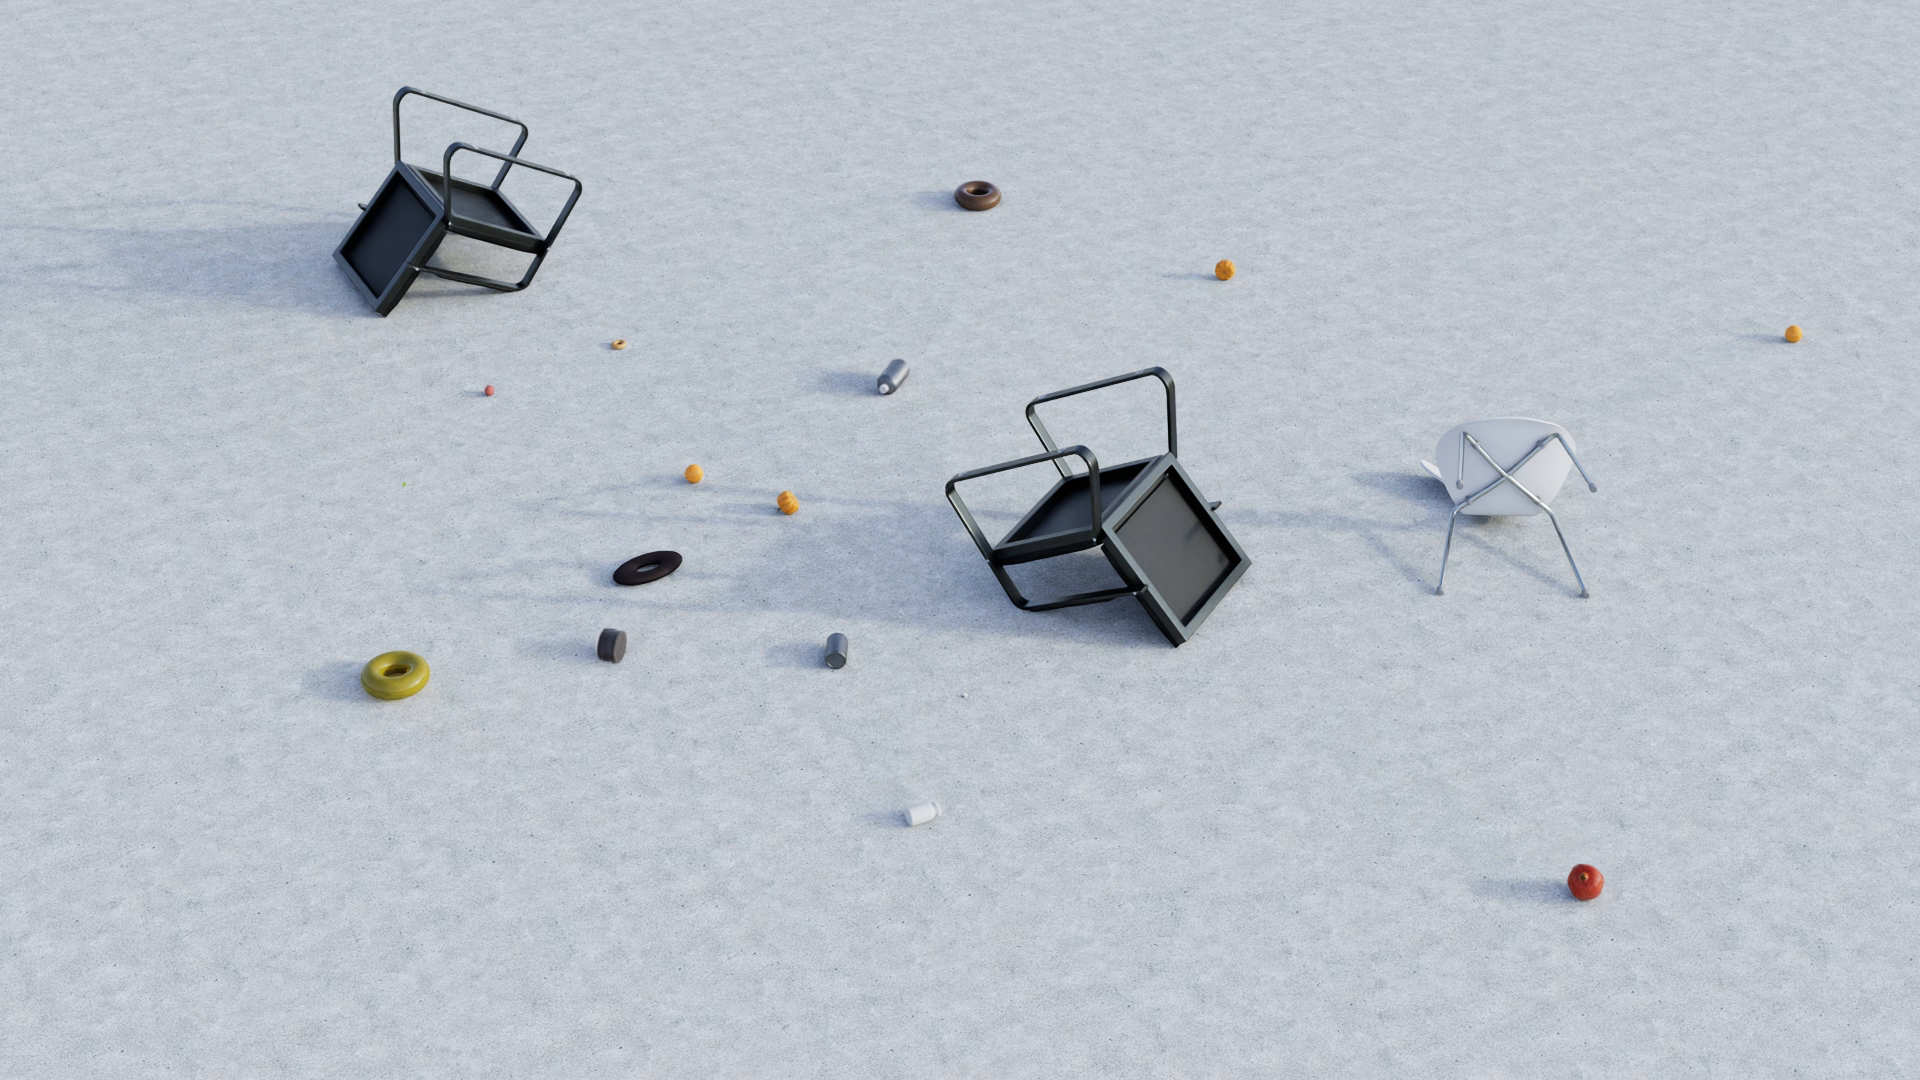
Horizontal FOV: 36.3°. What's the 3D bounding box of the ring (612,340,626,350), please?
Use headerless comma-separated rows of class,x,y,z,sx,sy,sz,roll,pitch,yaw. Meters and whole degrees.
ring,-1.414,-0.811,12.157,0.061,0.021,0.068,29,42,35

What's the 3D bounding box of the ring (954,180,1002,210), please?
ring,0.080,-1.556,13.243,0.215,0.071,0.214,9,36,11

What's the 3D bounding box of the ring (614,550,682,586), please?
ring,-1.145,0.102,10.754,0.285,0.040,0.152,-22,40,-31

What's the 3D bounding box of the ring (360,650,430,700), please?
ring,-1.957,0.468,10.163,0.240,0.080,0.242,7,33,12

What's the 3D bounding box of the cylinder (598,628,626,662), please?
cylinder,-1.221,0.368,10.284,0.063,0.113,0.111,10,62,15
